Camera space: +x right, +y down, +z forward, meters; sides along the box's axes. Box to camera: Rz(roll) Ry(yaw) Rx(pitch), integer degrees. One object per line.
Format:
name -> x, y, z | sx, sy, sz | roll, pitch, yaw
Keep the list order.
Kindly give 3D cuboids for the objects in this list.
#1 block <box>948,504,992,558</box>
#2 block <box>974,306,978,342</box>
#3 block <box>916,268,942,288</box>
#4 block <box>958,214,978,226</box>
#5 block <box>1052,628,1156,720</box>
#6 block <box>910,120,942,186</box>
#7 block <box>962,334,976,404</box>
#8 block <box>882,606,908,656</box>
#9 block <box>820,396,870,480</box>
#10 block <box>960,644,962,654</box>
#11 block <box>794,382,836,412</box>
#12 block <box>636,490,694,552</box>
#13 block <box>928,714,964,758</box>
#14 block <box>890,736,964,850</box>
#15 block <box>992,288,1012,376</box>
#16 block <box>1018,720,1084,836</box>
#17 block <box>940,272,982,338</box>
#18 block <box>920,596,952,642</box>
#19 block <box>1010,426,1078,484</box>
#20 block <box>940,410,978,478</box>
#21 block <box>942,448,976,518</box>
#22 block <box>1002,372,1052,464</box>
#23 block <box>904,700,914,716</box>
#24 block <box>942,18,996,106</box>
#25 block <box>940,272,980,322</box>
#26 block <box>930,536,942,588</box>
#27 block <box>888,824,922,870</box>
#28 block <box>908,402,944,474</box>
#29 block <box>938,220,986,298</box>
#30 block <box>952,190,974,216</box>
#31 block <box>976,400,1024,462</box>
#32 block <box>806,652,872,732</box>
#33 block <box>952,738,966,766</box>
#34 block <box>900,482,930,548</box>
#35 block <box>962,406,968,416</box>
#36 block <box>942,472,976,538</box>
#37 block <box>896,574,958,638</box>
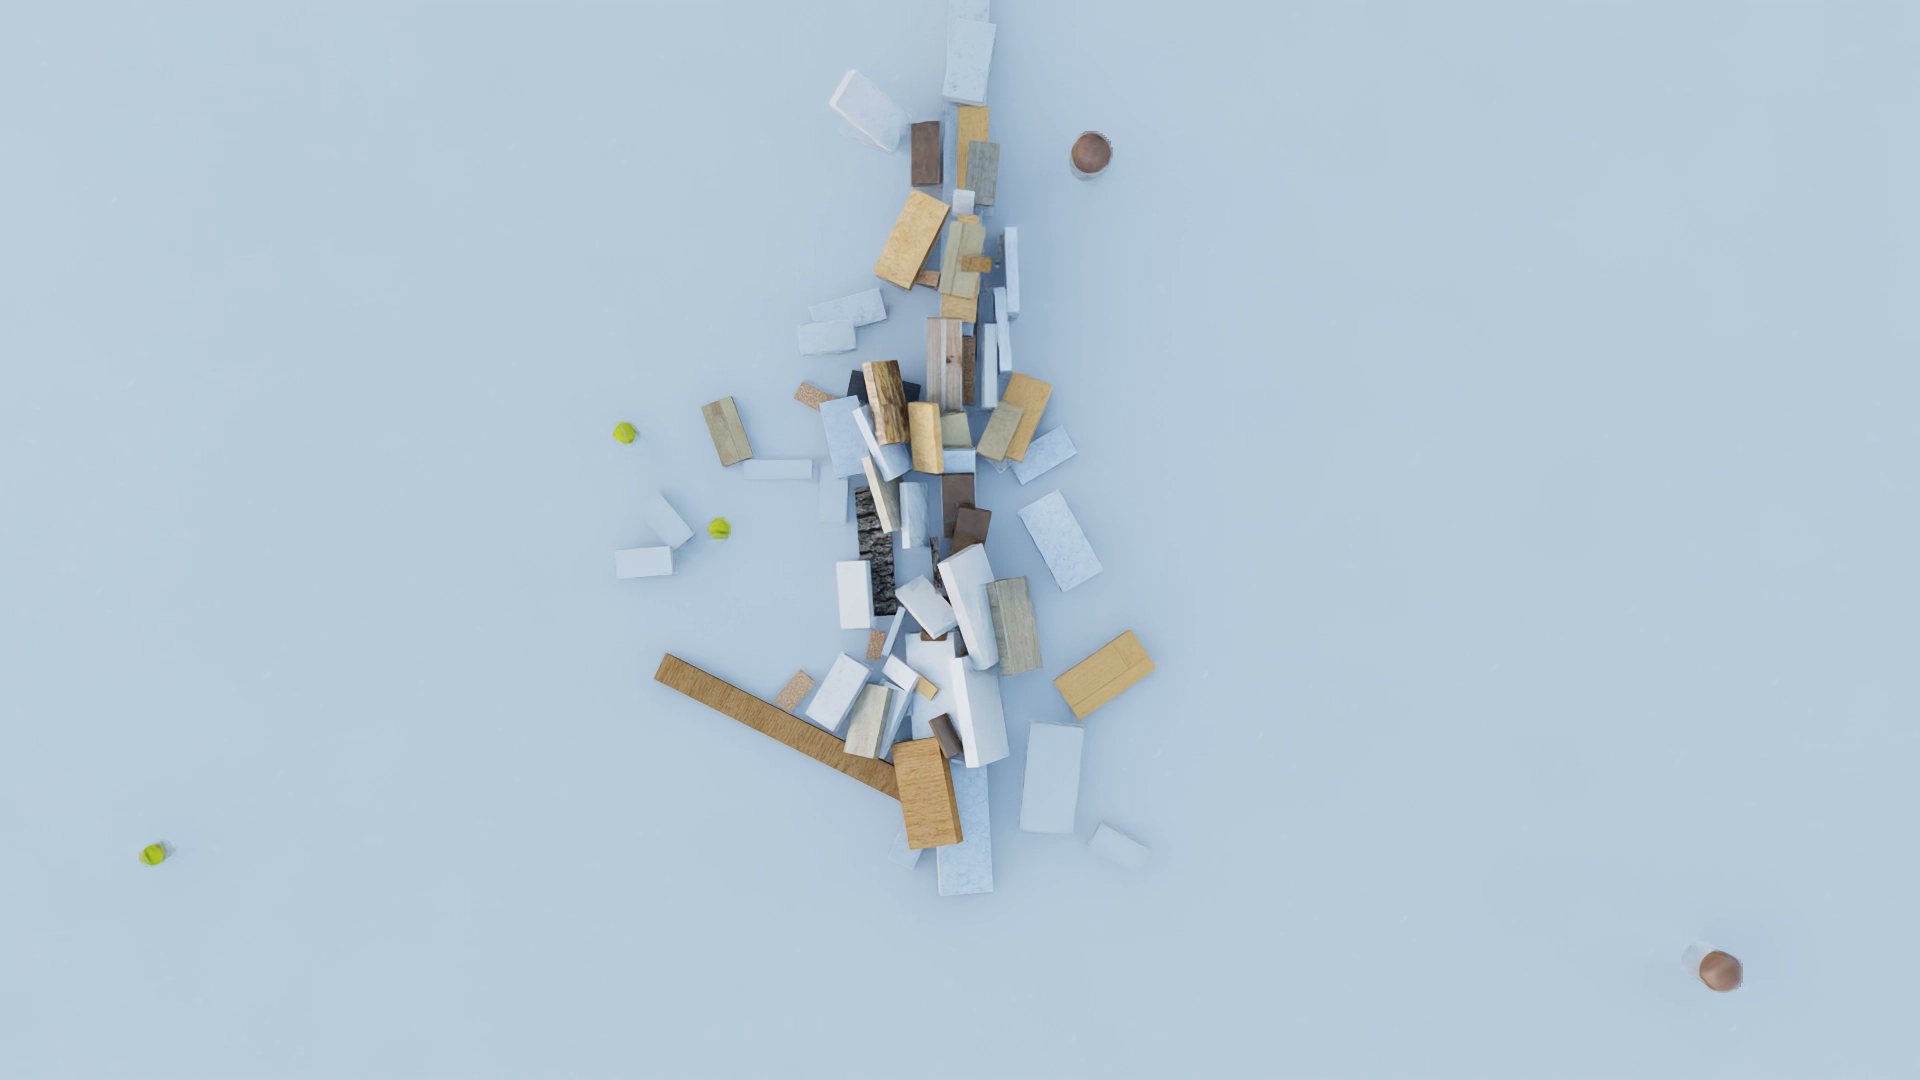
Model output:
block -> 0.030, -0.002, 5.447 | 0.108, 0.030, 0.215 | 11, 109, -4
block -> 0.001, -0.701, 5.456 | 0.114, 0.032, 0.228 | 2, 104, 0
block -> -0.111, -0.872, 5.473 | 0.095, 0.013, 0.047 | 17, 96, 23
block -> 0.015, -0.872, 5.439 | 0.068, 0.019, 0.397 | 4, 105, -1
block -> 0.480, 0.447, 5.478 | 0.309, 0.044, 0.154 | -34, 90, 0
block -> -0.111, -1.280, 5.467 | 0.102, 0.029, 0.204 | 0, 90, 23
block -> -0.008, -0.567, 5.457 | 0.114, 0.032, 0.228 | 2, 104, 0
block -> -0.215, 0.301, 5.457 | 0.024, 0.085, 0.169 | 21, 90, 5
block -> -0.375, -0.340, 5.455 | 0.128, 0.036, 0.256 | -13, 90, 0
block -> -0.015, 0.400, 5.493 | 0.050, 0.014, 0.100 | -3, 90, 0
block -> -0.481, -0.471, 5.491 | 0.128, 0.018, 0.064 | 26, 90, 0
block -> -0.978, -0.061, 5.487 | 0.094, 0.027, 0.187 | -40, 90, 0
block -> -0.044, 0.637, 5.367 | 0.068, 0.019, 0.136 | -20, 78, -35
block -> -0.109, 0.828, 5.409 | 0.175, 0.050, 0.350 | -12, 86, 25
block -> 0.139, -0.686, 5.432 | 0.038, 0.135, 0.271 | -5, 90, -1
block -> 0.303, 0.791, 5.475 | 0.179, 0.051, 0.357 | 6, 90, 0
block -> 0.000, -0.782, 5.395 | 0.114, 0.032, 0.228 | 8, 87, 0
block -> -0.073, 0.258, 5.425 | 0.085, 0.024, 0.169 | -2, 49, 19
block -> 0.272, -0.282, 5.485 | 0.213, 0.030, 0.107 | -30, 90, 0
block -> -0.016, -0.308, 5.441 | 0.113, 0.032, 0.227 | -10, 111, 3
block -> -0.005, -0.189, 5.448 | 0.113, 0.032, 0.227 | -1, 109, 0
block -> 0.191, -0.406, 5.452 | 0.137, 0.039, 0.275 | 21, 82, 10
block -> -0.202, 0.562, 5.467 | 0.097, 0.014, 0.049 | -11, 87, 27
block -> 0.030, -1.573, 5.428 | 0.135, 0.038, 0.270 | 10, 84, 0
block -> 0.002, -0.823, 5.345 | 0.115, 0.033, 0.230 | 4, 97, 0
block -> -0.079, 0.074, 5.457 | 0.024, 0.085, 0.169 | -5, 90, -2
block -> -0.160, 0.992, 5.487 | 0.094, 0.027, 0.188 | 25, 90, 0
block -> -0.111, -0.336, 5.407 | 0.032, 0.113, 0.227 | -18, 110, -42
block -> 0.007, -0.901, 5.303 | 0.115, 0.033, 0.230 | 11, 97, -1
block -> 0.011, -1.099, 5.394 | 0.068, 0.137, 0.019 | 6, 70, 0
block -> 0.132, -0.356, 5.415 | 0.093, 0.026, 0.186 | 23, 83, 10
block -> -0.401, 0.505, 5.463 | 0.118, 0.033, 0.236 | 30, 90, 21
block -> 0.020, 0.683, 5.445 | 0.067, 0.019, 0.133 | 13, 48, 6
block -> -0.149, -0.082, 5.448 | 0.030, 0.108, 0.215 | -3, 90, 38
block -> -0.002, -0.398, 5.480 | 0.047, 0.013, 0.094 | 5, 90, 2
block -> -0.003, -0.115, 5.440 | 0.108, 0.030, 0.215 | -2, 109, 0
block -> -0.105, 0.218, 5.410 | 0.111, 0.031, 0.221 | -29, 56, -21
